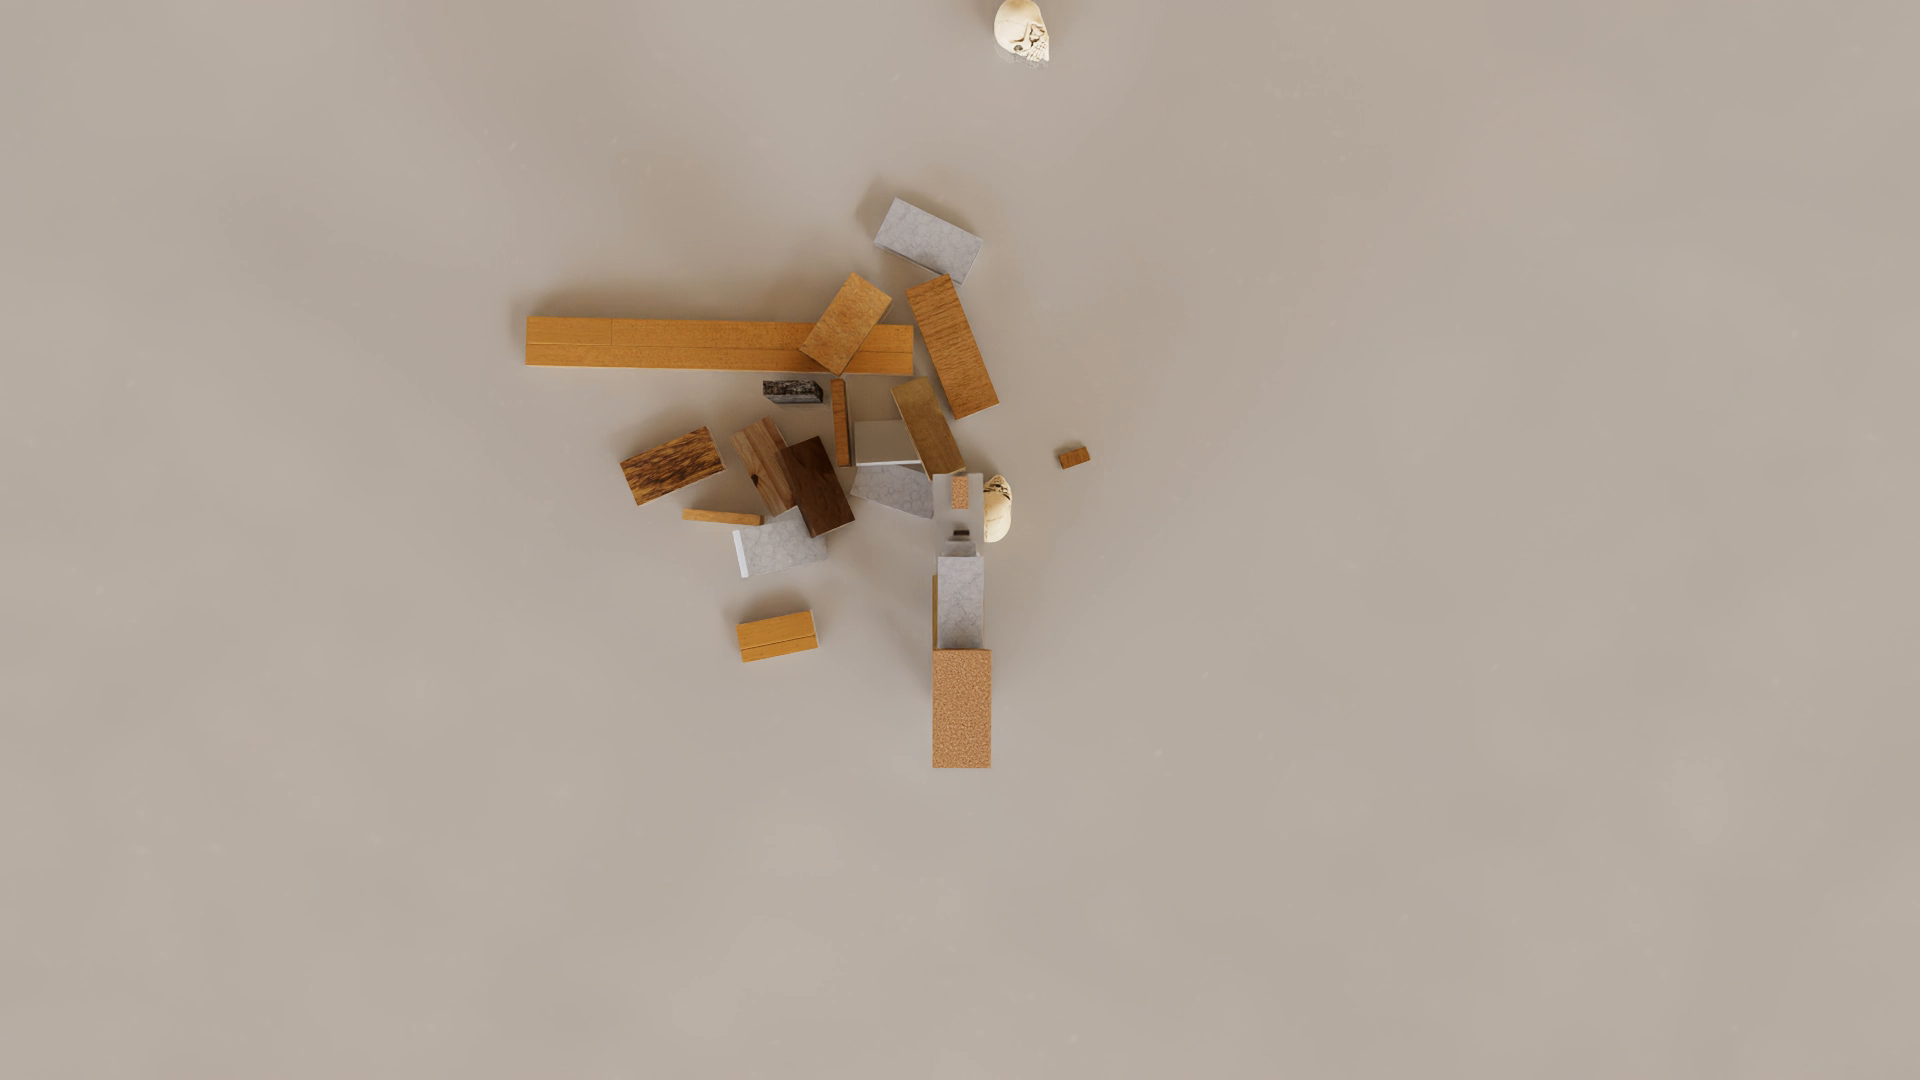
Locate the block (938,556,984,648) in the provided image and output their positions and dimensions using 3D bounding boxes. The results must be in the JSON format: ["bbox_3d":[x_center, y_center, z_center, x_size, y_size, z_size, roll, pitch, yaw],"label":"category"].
[{"bbox_3d":[0.002,0.167,4.418,0.122,0.035,0.245,0,90,0],"label":"block"}]

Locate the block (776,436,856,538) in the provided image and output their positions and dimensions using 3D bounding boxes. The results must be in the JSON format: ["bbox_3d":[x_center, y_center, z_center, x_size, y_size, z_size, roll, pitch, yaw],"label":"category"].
[{"bbox_3d":[-0.478,-0.176,5.444,0.153,0.043,0.305,-24,90,-30],"label":"block"}]

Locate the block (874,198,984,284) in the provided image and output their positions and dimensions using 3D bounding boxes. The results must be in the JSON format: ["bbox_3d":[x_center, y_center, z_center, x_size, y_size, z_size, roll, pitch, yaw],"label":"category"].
[{"bbox_3d":[-0.104,-0.992,5.477,0.322,0.046,0.161,26,90,0],"label":"block"}]

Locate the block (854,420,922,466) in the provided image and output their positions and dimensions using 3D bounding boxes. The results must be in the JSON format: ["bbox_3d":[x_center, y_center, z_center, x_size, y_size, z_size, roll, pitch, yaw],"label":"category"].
[{"bbox_3d":[-0.206,-0.324,5.456,0.281,0.040,0.140,-3,78,-4],"label":"block"}]

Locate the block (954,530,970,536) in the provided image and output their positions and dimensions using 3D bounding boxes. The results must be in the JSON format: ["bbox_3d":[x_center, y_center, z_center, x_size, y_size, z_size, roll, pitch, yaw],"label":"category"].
[{"bbox_3d":[0.004,-0.021,4.867,0.048,0.096,0.014,-1,90,0],"label":"block"}]

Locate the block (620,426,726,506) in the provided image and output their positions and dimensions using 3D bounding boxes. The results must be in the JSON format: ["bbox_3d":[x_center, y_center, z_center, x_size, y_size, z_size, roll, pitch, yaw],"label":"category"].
[{"bbox_3d":[-0.954,-0.245,5.478,0.311,0.044,0.155,-23,90,0],"label":"block"}]

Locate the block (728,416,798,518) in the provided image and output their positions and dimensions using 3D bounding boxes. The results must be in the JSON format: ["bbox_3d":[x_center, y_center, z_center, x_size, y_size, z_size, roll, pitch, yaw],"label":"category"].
[{"bbox_3d":[-0.626,-0.243,5.478,0.153,0.043,0.305,-28,90,0],"label":"block"}]

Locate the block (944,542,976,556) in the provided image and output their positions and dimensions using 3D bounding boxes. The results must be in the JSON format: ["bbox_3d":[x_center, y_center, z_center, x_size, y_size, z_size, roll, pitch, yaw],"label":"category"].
[{"bbox_3d":[0.001,0.090,4.701,0.087,0.025,0.174,0,90,0],"label":"block"}]

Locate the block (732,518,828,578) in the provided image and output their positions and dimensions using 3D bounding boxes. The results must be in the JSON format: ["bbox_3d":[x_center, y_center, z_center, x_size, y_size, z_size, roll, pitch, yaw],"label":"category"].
[{"bbox_3d":[-0.586,0.017,5.389,0.305,0.043,0.153,-13,92,-37],"label":"block"}]

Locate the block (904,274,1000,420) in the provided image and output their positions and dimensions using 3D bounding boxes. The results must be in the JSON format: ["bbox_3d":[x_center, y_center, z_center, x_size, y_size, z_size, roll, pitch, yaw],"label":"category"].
[{"bbox_3d":[-0.026,-0.638,5.455,0.155,0.044,0.456,-22,96,0],"label":"block"}]

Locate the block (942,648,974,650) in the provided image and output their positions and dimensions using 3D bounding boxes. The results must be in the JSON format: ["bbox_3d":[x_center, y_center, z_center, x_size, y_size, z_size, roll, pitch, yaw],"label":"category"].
[{"bbox_3d":[-0.004,0.269,4.693,0.091,0.026,0.182,0,90,0],"label":"block"}]

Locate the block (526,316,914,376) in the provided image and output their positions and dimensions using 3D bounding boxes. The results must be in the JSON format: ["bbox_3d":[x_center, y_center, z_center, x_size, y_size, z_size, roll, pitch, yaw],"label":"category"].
[{"bbox_3d":[-0.796,-0.644,5.477,1.279,0.046,0.161,1,90,0],"label":"block"}]

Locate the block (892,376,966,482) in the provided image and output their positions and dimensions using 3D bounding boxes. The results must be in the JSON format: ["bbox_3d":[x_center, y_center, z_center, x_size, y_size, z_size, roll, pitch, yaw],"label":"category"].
[{"bbox_3d":[-0.105,-0.366,5.433,0.126,0.036,0.336,-22,81,-8],"label":"block"}]

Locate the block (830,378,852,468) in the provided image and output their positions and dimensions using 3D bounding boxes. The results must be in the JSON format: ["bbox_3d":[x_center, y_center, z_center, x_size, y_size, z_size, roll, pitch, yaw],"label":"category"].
[{"bbox_3d":[-0.390,-0.384,5.430,0.040,0.140,0.281,-5,90,0],"label":"block"}]

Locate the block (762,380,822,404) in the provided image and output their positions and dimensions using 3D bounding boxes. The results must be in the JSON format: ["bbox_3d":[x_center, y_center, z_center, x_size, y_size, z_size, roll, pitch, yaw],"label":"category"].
[{"bbox_3d":[-0.538,-0.478,5.339,0.161,0.322,0.046,0,90,0],"label":"block"}]

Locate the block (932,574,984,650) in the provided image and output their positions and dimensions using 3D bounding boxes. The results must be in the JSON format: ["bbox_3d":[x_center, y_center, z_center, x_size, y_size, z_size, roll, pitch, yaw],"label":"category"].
[{"bbox_3d":[-0.005,0.258,4.909,0.154,0.044,0.308,0,90,0],"label":"block"}]

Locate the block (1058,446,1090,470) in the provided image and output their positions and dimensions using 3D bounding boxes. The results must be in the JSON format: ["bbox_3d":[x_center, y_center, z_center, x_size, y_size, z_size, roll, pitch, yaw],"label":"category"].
[{"bbox_3d":[0.381,-0.273,5.493,0.096,0.014,0.048,-19,90,0],"label":"block"}]

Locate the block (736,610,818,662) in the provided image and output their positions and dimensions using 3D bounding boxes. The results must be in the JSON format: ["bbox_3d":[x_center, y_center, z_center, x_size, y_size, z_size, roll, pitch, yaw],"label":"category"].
[{"bbox_3d":[-0.607,0.321,5.482,0.252,0.036,0.126,-11,90,0],"label":"block"}]

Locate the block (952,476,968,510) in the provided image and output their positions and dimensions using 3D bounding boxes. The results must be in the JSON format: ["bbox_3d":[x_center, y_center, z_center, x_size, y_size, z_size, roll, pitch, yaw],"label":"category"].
[{"bbox_3d":[0.001,-0.141,4.908,0.048,0.014,0.096,0,90,0],"label":"block"}]

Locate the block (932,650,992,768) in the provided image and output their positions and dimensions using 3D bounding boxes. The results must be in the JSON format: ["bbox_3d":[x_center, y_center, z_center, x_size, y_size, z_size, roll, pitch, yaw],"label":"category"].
[{"bbox_3d":[0.005,0.445,4.349,0.154,0.044,0.309,0,90,0],"label":"block"}]

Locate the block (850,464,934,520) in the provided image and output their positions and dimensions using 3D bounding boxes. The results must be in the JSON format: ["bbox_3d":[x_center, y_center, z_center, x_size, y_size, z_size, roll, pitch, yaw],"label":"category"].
[{"bbox_3d":[-0.210,-0.176,5.480,0.281,0.040,0.140,18,90,0],"label":"block"}]

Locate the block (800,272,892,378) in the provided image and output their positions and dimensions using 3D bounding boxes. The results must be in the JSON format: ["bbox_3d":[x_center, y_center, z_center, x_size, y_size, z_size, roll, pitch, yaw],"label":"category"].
[{"bbox_3d":[-0.376,-0.709,5.432,0.155,0.044,0.311,34,90,0],"label":"block"}]

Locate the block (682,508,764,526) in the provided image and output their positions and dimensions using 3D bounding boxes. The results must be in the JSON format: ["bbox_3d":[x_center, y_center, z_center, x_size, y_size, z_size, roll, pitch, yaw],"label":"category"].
[{"bbox_3d":[-0.778,-0.074,5.437,0.252,0.126,0.036,5,90,0],"label":"block"}]

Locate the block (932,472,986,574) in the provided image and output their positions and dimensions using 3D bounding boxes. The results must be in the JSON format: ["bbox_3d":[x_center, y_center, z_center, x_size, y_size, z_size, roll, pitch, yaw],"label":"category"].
[{"bbox_3d":[-0.003,-0.049,4.936,0.149,0.042,0.298,-1,90,0],"label":"block"}]
